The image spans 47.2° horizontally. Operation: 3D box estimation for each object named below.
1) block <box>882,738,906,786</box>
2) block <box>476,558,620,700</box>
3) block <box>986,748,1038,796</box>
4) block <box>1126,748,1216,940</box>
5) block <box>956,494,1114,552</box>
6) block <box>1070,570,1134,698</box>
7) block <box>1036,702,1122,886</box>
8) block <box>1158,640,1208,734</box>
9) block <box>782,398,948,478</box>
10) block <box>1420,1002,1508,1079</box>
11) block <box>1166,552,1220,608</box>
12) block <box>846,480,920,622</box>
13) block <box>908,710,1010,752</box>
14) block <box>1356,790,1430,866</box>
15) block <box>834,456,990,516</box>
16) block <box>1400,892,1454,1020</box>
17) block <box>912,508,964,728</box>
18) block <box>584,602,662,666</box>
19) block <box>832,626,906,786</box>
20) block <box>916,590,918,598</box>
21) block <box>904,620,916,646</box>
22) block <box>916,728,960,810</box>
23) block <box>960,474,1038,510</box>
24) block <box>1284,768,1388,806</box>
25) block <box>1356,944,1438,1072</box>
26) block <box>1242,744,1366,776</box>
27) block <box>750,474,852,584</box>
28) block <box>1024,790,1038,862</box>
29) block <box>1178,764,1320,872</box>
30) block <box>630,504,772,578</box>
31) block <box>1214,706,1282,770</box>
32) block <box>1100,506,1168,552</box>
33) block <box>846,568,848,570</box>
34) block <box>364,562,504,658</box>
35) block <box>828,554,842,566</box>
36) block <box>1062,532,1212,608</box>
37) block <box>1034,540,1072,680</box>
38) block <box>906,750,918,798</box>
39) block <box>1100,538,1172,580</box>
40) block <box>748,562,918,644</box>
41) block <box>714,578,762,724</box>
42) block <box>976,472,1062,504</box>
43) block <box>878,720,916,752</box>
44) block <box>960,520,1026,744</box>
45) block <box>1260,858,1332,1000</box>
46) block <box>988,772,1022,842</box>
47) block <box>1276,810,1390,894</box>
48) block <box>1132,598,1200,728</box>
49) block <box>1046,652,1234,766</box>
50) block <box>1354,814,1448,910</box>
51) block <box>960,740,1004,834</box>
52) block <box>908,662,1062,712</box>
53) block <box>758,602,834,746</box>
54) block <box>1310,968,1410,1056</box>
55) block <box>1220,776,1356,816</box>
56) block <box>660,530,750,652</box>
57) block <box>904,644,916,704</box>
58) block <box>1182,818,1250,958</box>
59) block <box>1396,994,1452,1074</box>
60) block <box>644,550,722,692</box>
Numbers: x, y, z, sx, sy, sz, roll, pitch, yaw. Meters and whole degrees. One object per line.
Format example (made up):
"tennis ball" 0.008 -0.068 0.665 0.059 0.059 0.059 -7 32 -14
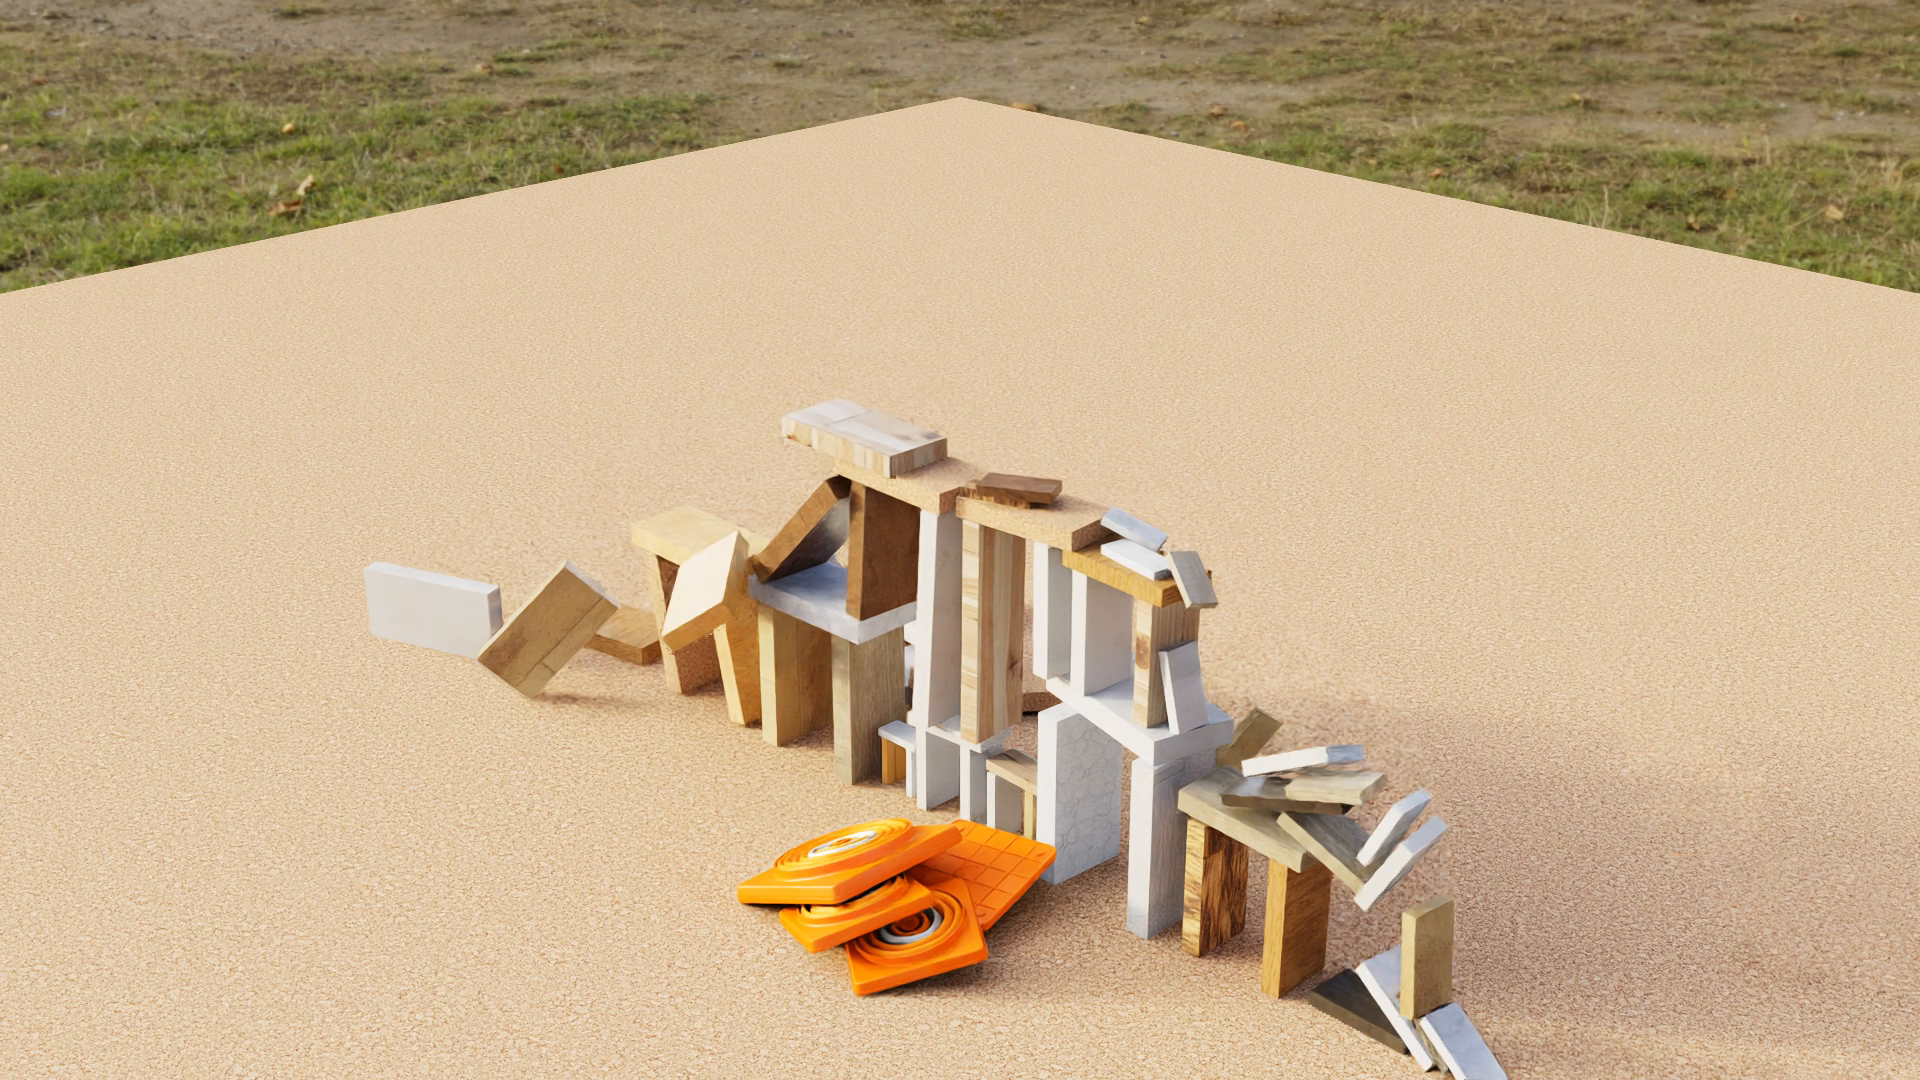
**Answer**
"block" -0.137 0.450 4.561 0.015 0.109 0.054 21 31 41
"block" -0.912 0.200 4.871 0.153 0.305 0.043 40 16 -19
"block" 0.129 0.452 4.286 0.075 0.021 0.149 -19 30 -38
"block" 0.388 0.540 4.036 0.050 0.353 0.176 21 31 41
"block" 0.142 -0.050 4.076 0.278 0.039 0.139 18 29 38
"block" 0.262 0.154 4.048 0.124 0.248 0.035 -19 29 -38
"block" 0.229 0.469 4.205 0.176 0.353 0.050 -19 29 -37
"block" 0.398 0.261 3.917 0.076 0.153 0.022 -19 15 -37
"block" -0.189 -0.203 4.311 0.153 0.043 0.313 -21 31 -40
"block" 0.834 0.845 3.643 0.075 0.021 0.149 -15 58 -30
"block" 0.405 0.069 3.831 0.057 0.016 0.114 1 51 -26
"block" -0.151 0.000 4.390 0.151 0.302 0.043 -20 34 -39
"block" -0.002 0.366 4.379 0.189 0.027 0.095 18 29 36
"block" 0.717 0.477 3.641 0.075 0.149 0.021 -21 59 -37
"block" -0.088 -0.129 4.250 0.151 0.043 0.302 -20 30 -39
"block" 0.773 0.689 3.638 0.096 0.192 0.027 -17 24 -34
"block" -0.016 0.131 4.295 0.043 0.470 0.151 24 33 38
"block" -0.817 0.209 5.209 0.320 0.045 0.160 15 27 32
"block" -0.188 0.325 4.565 0.048 0.336 0.168 18 29 37
"block" -0.057 0.135 5.270 0.319 0.045 0.160 -7 24 -19
"block" -0.018 0.224 5.033 0.158 0.045 0.316 -3 17 -31
"block" -0.045 0.447 4.466 0.094 0.189 0.027 -21 31 -41
"block" 0.082 -0.089 4.097 0.144 0.020 0.072 12 25 29
"block" 0.631 0.414 3.694 0.153 0.022 0.077 -1 20 46
"block" 0.771 0.791 3.731 0.101 0.029 0.203 -16 59 -32
"block" 0.587 0.378 3.764 0.096 0.027 0.192 3 -14 -40
"block" -0.273 -0.036 4.484 0.175 0.365 0.049 -20 74 -39
"block" 0.159 0.545 4.286 0.075 0.149 0.021 -21 31 -41
"block" 0.530 0.486 3.857 0.135 0.038 0.271 -21 34 -41
"block" -0.561 0.009 4.841 0.163 0.046 0.326 -21 31 -40
"block" 0.555 0.394 4.276 0.072 0.144 0.020 29 15 -39
"block" 0.316 -0.019 3.976 0.114 0.016 0.057 28 30 11
"block" -0.161 0.142 5.369 0.160 0.045 0.320 -8 24 -19
"block" -1.228 0.167 5.144 0.349 0.175 0.049 10 25 23
"block" -0.300 0.145 4.914 0.049 0.349 0.175 -32 0 38
"block" 0.315 0.049 3.931 0.124 0.035 0.248 -19 29 -37
"block" 0.203 0.111 4.110 0.139 0.278 0.039 -17 27 -35
"block" -0.085 0.470 4.514 0.015 0.109 0.054 21 31 41
"block" 0.319 0.034 3.903 0.057 0.016 0.148 -15 27 -32
"block" -0.266 0.119 4.560 0.336 0.048 0.168 21 31 40
"block" -0.454 0.221 4.820 0.163 0.326 0.046 -21 18 -41
"block" 0.110 -0.096 4.059 0.144 0.020 0.072 7 23 19
"block" -0.111 0.403 4.514 0.109 0.015 0.054 21 31 41
"block" 0.064 0.159 4.237 0.039 0.465 0.139 20 30 37
"block" 0.593 0.658 3.863 0.038 0.271 0.135 22 31 40
"block" 0.088 0.517 4.351 0.075 0.149 0.021 -21 30 -41
"block" 0.647 0.517 3.748 0.202 0.029 0.101 42 43 18
"block" 0.370 0.203 3.934 0.124 0.248 0.035 -19 30 -37
"block" 0.330 0.303 4.080 0.176 0.050 0.353 -13 26 -28
"block" 0.722 0.530 3.603 0.096 0.192 0.027 -29 67 -34
"block" 0.044 0.481 4.384 0.094 0.189 0.027 -20 30 -39
"block" 0.062 0.328 4.873 0.316 0.045 0.158 -1 22 -24
"block" -0.349 0.260 4.719 0.168 0.336 0.048 -21 31 -40
"block" 0.717 0.815 3.804 0.101 0.029 0.203 -20 30 -39
"block" 0.569 0.436 3.765 0.247 0.022 0.077 -1 20 43
"block" -0.523 0.103 4.535 0.153 0.043 0.305 -30 24 16
"block" -0.118 0.305 4.986 0.316 0.045 0.158 -18 29 -36
"block" 0.465 0.608 3.981 0.038 0.271 0.135 21 31 41
"block" 0.803 0.815 3.688 0.075 0.021 0.149 -11 58 -30
"block" -0.607 0.162 4.958 0.046 0.326 0.163 7 21 45
